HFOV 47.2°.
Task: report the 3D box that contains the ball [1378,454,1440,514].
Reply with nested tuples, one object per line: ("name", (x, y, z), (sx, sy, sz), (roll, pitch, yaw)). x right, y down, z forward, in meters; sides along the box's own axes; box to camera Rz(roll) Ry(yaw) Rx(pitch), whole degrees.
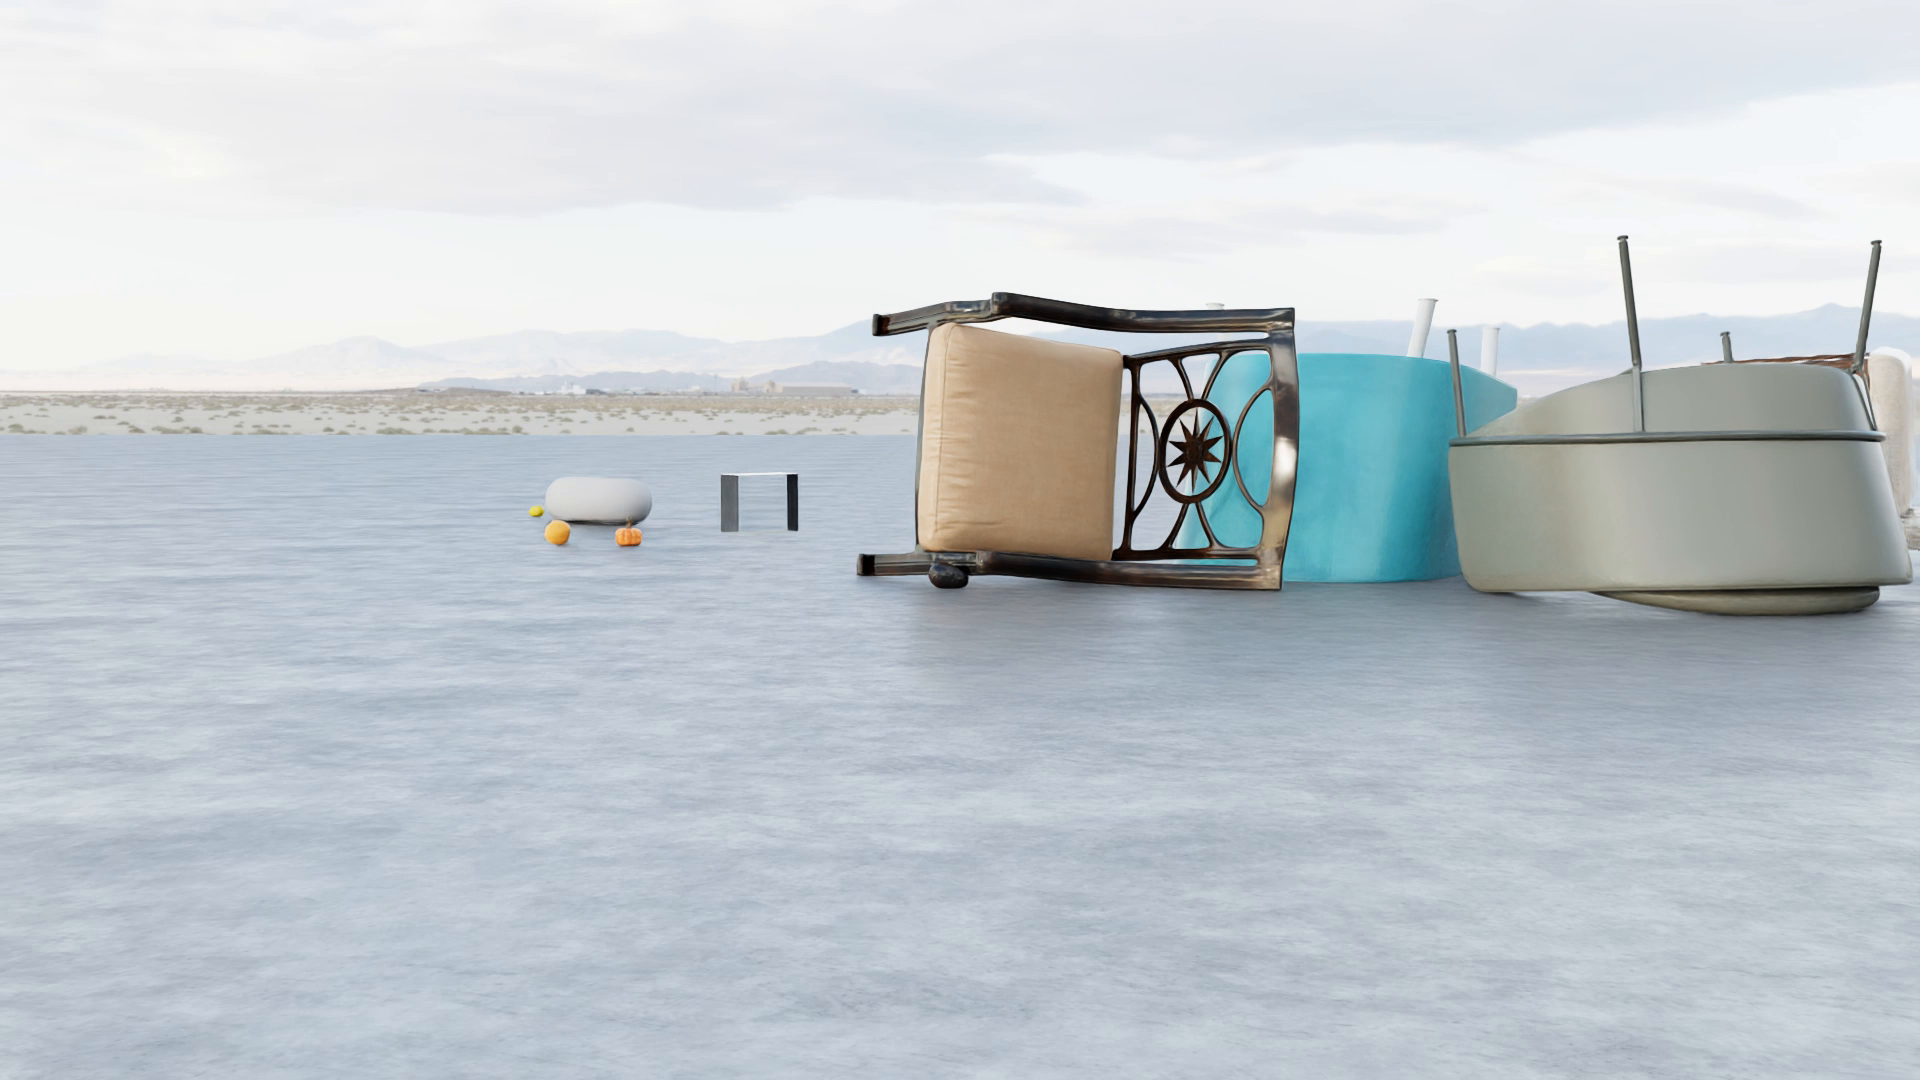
("ball", (1.613, -0.202, 7.894), (0.218, 0.218, 0.218), (0, 4, 0))

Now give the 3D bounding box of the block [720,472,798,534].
("block", (-0.631, -0.117, 6.920), (0.217, 0.182, 0.111), (-3, 5, -36))

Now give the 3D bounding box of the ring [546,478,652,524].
("ring", (-1.210, -0.130, 7.354), (0.432, 0.147, 0.215), (2, -4, 32))

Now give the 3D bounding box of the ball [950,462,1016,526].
("ball", (0.076, -0.151, 7.181), (0.214, 0.214, 0.214), (0, 4, 0))
